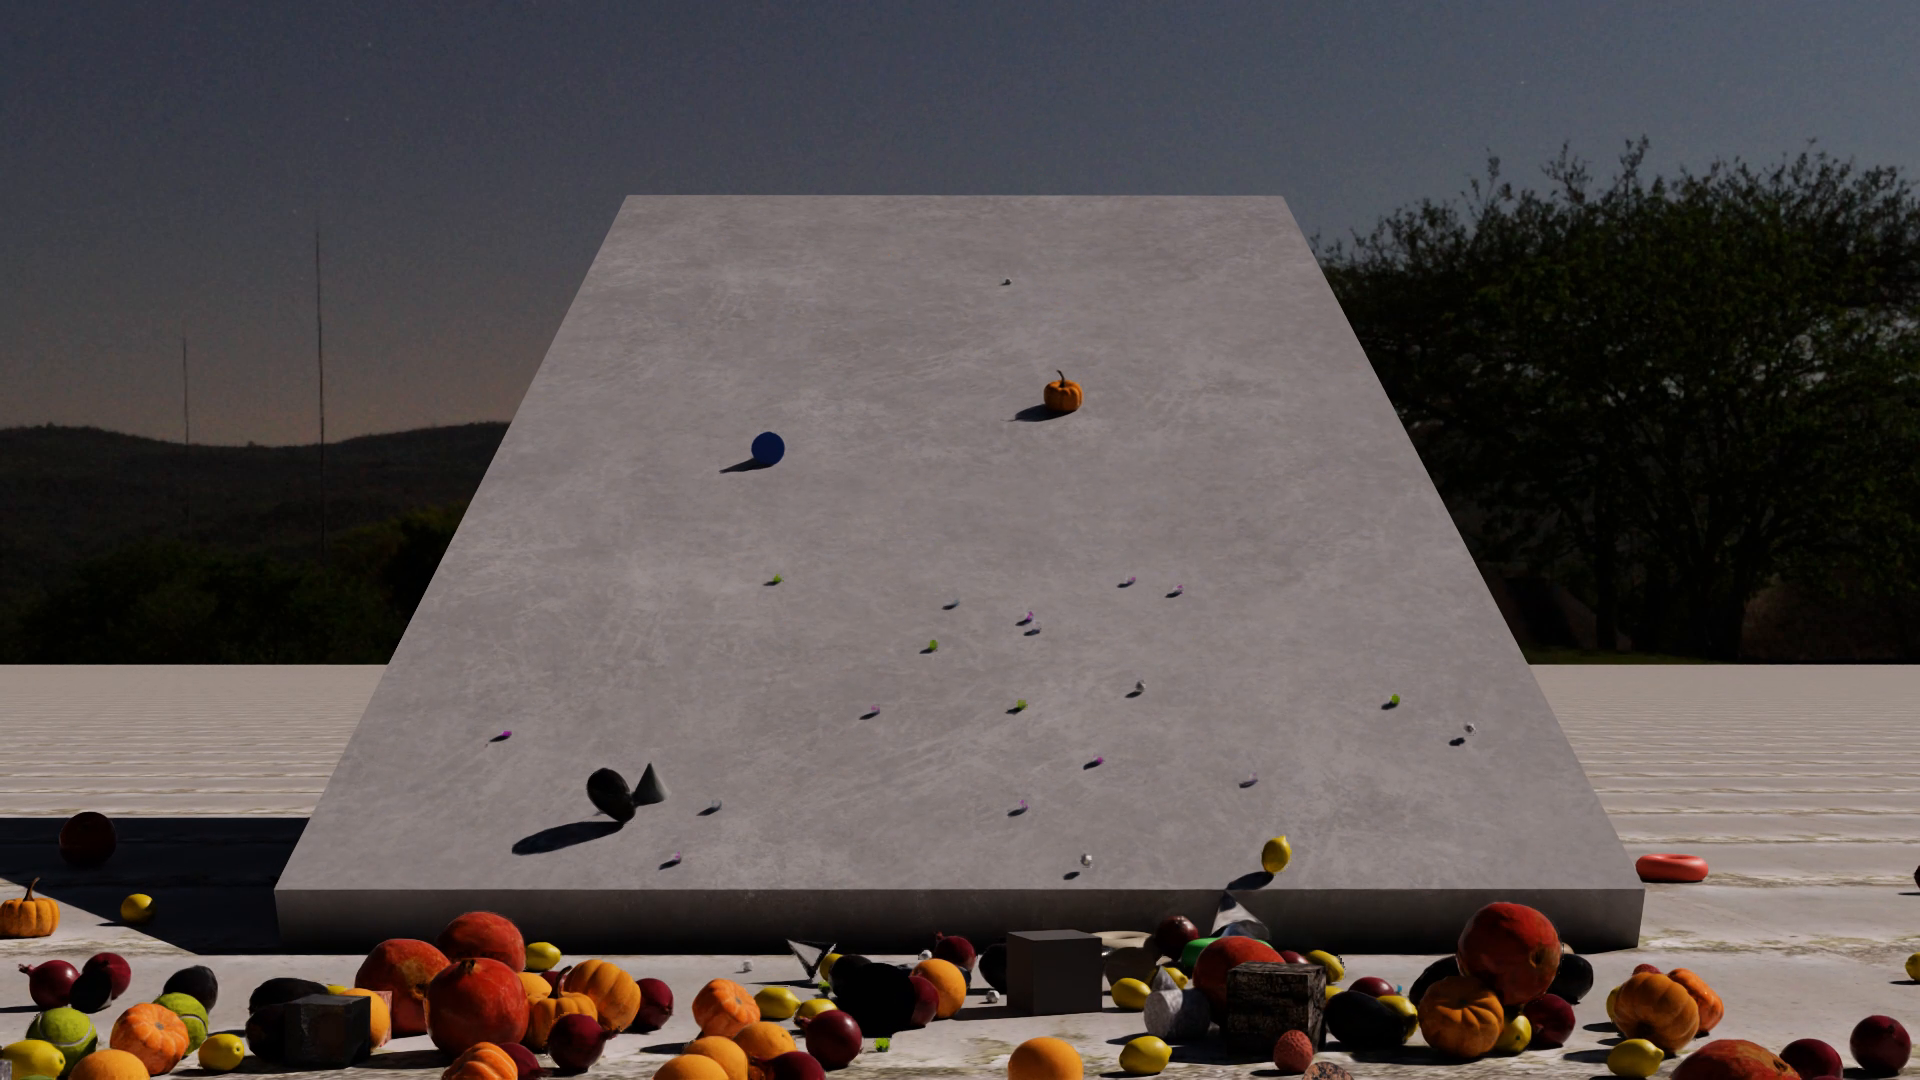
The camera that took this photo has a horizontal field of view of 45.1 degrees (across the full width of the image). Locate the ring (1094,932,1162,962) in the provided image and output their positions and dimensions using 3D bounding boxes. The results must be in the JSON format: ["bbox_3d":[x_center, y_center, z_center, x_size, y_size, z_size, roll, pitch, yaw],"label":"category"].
[{"bbox_3d":[0.222,0.572,3.226,0.122,0.041,0.122,-1,-2,0],"label":"ring"}]

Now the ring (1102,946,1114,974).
[{"bbox_3d":[0.159,0.569,3.134,0.109,0.036,0.109,-1,-3,0],"label":"ring"}]

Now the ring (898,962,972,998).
[{"bbox_3d":[-0.039,0.560,2.938,0.109,0.036,0.109,0,-4,0],"label":"ring"}]

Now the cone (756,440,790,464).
[{"bbox_3d":[-0.411,-0.193,4.983,0.071,0.071,0.071,1,23,-18],"label":"cone"}]

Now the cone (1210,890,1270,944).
[{"bbox_3d":[0.384,0.531,3.271,0.089,0.089,0.089,-6,-46,-6],"label":"cone"}]

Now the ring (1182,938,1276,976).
[{"bbox_3d":[0.365,0.567,3.146,0.128,0.043,0.128,0,-4,0],"label":"ring"}]

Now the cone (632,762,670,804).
[{"bbox_3d":[-0.483,0.372,3.615,0.059,0.059,0.059,0,23,0],"label":"cone"}]

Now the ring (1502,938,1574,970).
[{"bbox_3d":[0.795,0.573,3.197,0.107,0.036,0.107,1,-3,0],"label":"ring"}]

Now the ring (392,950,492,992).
[{"bbox_3d":[-0.672,0.560,3.002,0.128,0.043,0.128,1,-4,0],"label":"ring"}]

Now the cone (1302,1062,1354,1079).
[{"bbox_3d":[0.293,0.508,1.991,0.091,0.091,0.091,3,-31,-45],"label":"cone"}]

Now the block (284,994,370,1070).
[{"bbox_3d":[-0.667,0.519,2.439,0.066,0.066,0.066,-1,-3,10],"label":"block"}]

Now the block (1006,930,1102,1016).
[{"bbox_3d":[0.114,0.526,2.817,0.089,0.089,0.089,1,-3,-20],"label":"block"}]

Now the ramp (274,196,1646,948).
[{"bbox_3d":[-0.007,-0.225,5.230,2.000,0.100,4.000,0,23,0],"label":"ramp"}]

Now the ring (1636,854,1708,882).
[{"bbox_3d":[1.374,0.633,4.459,0.135,0.045,0.135,0,-2,0],"label":"ring"}]

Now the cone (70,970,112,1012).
[{"bbox_3d":[-1.047,0.559,2.816,0.054,0.054,0.054,-1,-30,10],"label":"cone"}]

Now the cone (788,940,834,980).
[{"bbox_3d":[-0.205,0.544,3.056,0.058,0.058,0.058,30,1,7],"label":"cone"}]

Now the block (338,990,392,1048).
[{"bbox_3d":[-0.663,0.531,2.564,0.054,0.054,0.054,0,-3,-2],"label":"block"}]

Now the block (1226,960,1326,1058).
[{"bbox_3d":[0.345,0.511,2.520,0.089,0.089,0.089,-1,-3,21],"label":"block"}]

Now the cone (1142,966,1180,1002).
[{"bbox_3d":[0.261,0.561,2.862,0.053,0.053,0.053,28,1,8],"label":"cone"}]

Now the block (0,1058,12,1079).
[{"bbox_3d":[-0.868,0.486,1.962,0.082,0.082,0.082,-2,-3,30],"label":"block"}]

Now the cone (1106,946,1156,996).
[{"bbox_3d":[0.220,0.564,2.967,0.065,0.065,0.065,0,-30,4],"label":"cone"}]
